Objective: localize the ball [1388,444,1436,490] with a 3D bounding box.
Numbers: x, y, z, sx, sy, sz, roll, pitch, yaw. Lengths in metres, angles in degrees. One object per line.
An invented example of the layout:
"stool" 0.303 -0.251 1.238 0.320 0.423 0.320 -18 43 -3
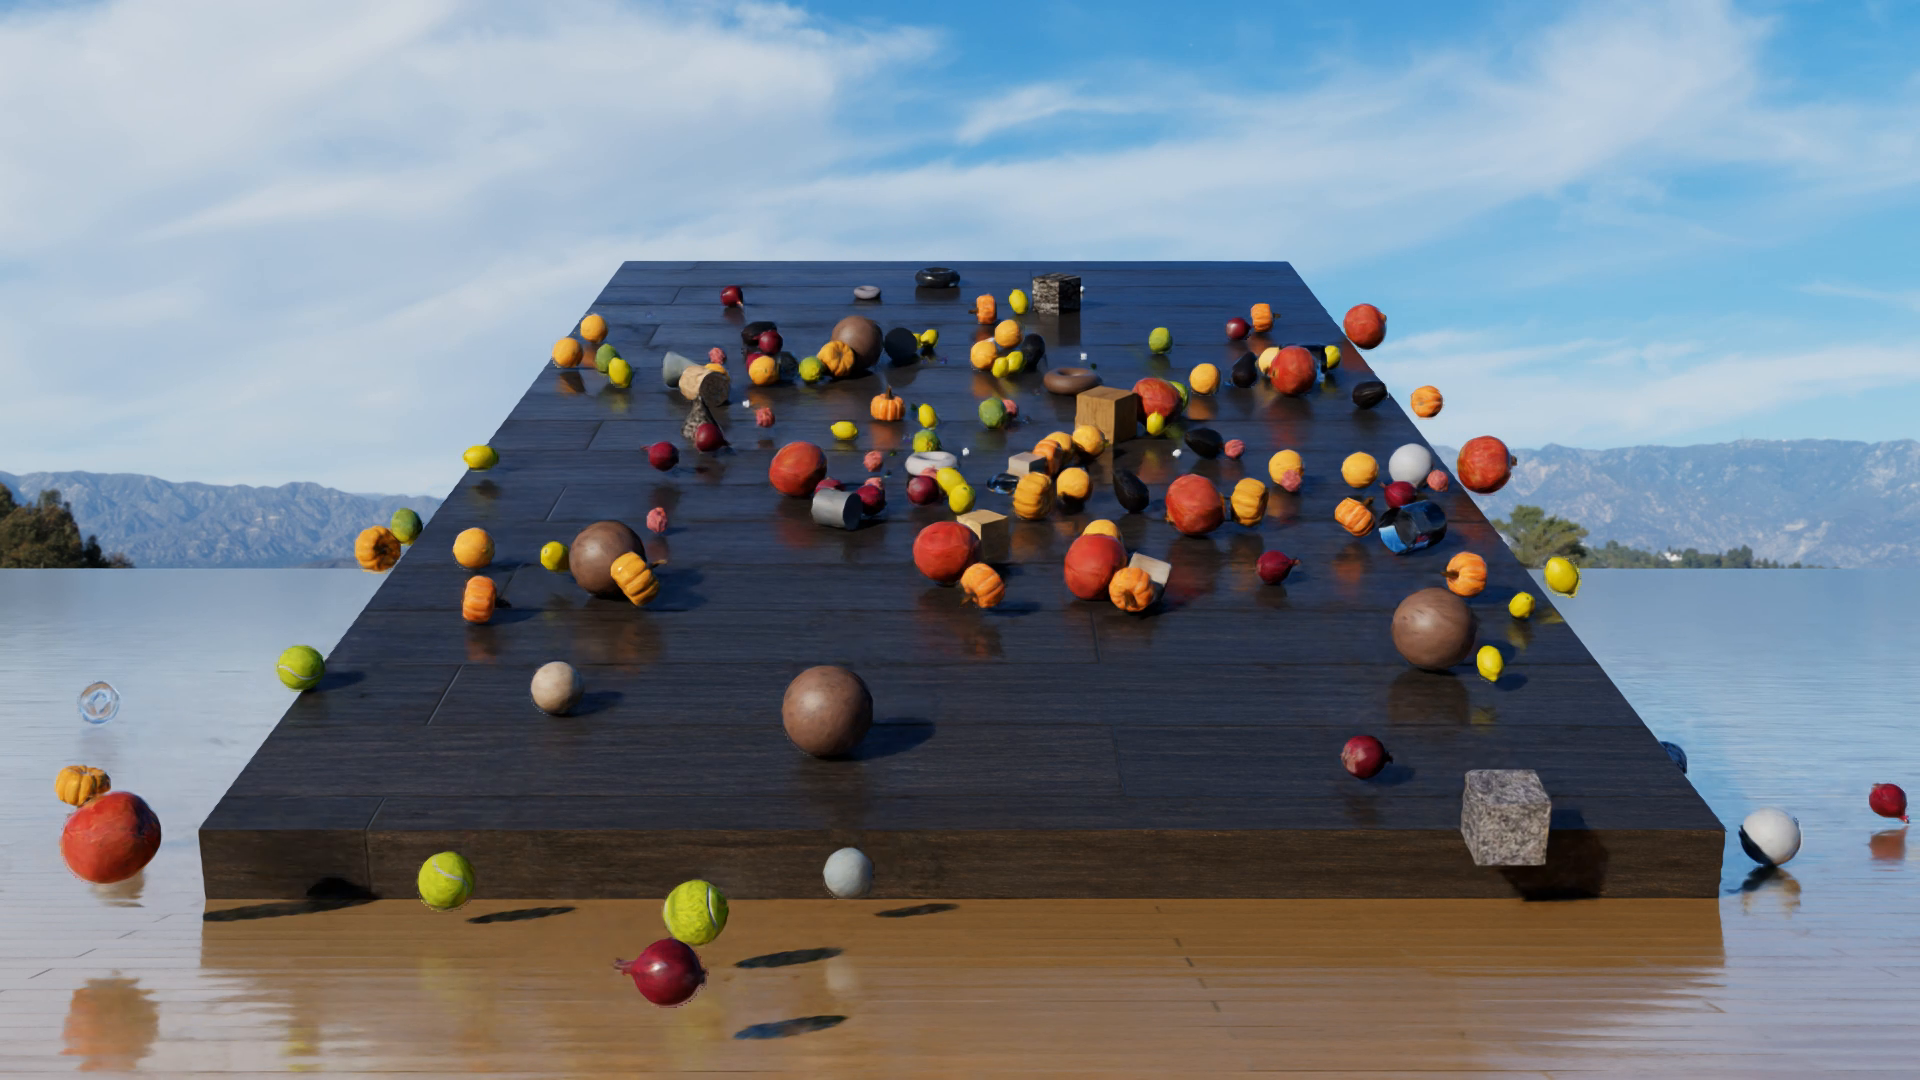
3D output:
"ball" 0.894 -0.145 4.416 0.090 0.090 0.090 0 -1 0

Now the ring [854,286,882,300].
"ring" -0.257 -0.687 6.207 0.078 0.026 0.078 1 21 -1

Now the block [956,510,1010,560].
"block" 0.041 -0.010 4.028 0.067 0.067 0.067 -15 23 -39

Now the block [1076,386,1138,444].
"block" 0.315 -0.268 4.788 0.096 0.096 0.096 12 21 33

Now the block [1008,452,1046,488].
"block" 0.133 -0.139 4.453 0.054 0.054 0.054 14 22 36

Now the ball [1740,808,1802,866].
"ball" 1.188 0.435 3.274 0.085 0.085 0.085 0 -1 0

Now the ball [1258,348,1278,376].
"ball" 0.747 -0.424 5.319 0.070 0.070 0.070 0 -1 0

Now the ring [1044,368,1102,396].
"ring" 0.262 -0.367 5.180 0.137 0.046 0.137 1 18 0

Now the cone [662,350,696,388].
"cone" -0.628 -0.397 5.174 0.087 0.087 0.087 -1 -1 24

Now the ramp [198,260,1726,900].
"ramp" -0.003 -0.183 4.842 2.000 0.100 4.000 0 18 0

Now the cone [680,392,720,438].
"cone" -0.562 -0.275 4.815 0.090 0.090 0.090 0 18 0

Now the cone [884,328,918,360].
"cone" -0.150 -0.475 5.526 0.083 0.083 0.083 0 -9 -5

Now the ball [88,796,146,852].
"ball" -1.298 0.438 3.441 0.083 0.083 0.083 0 -1 0

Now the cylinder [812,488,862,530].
"cylinder" -0.230 -0.059 4.174 0.069 0.069 0.069 10 4 27

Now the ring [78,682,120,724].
"ring" -2.339 0.444 6.071 0.118 0.118 0.039 0 -11 13

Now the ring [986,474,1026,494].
"ring" 0.091 -0.110 4.408 0.080 0.027 0.080 1 17 0

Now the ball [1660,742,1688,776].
"ball" 1.400 0.445 4.436 0.088 0.088 0.088 0 -1 0

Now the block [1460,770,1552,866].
"block" 0.700 0.356 2.866 0.088 0.088 0.088 -1 23 -1

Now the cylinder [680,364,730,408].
"cylinder" -0.578 -0.349 5.054 0.082 0.082 0.082 0 14 -41

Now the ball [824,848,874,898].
"ball" -0.138 0.411 2.759 0.062 0.062 0.062 0 -1 0

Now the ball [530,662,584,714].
"ball" -0.594 0.218 3.296 0.078 0.078 0.078 0 -1 0

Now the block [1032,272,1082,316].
"block" 0.261 -0.665 6.031 0.092 0.092 0.092 16 23 40

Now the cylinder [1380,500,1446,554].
"cylinder" 0.819 -0.023 4.036 0.085 0.085 0.085 -13 8 -41

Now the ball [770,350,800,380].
"ball" -0.415 -0.412 5.276 0.070 0.070 0.070 0 -1 0

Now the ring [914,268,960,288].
"ring" -0.064 -0.749 6.376 0.131 0.044 0.131 1 18 0

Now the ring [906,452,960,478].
"ring" -0.055 -0.153 4.522 0.112 0.037 0.112 0 17 0
